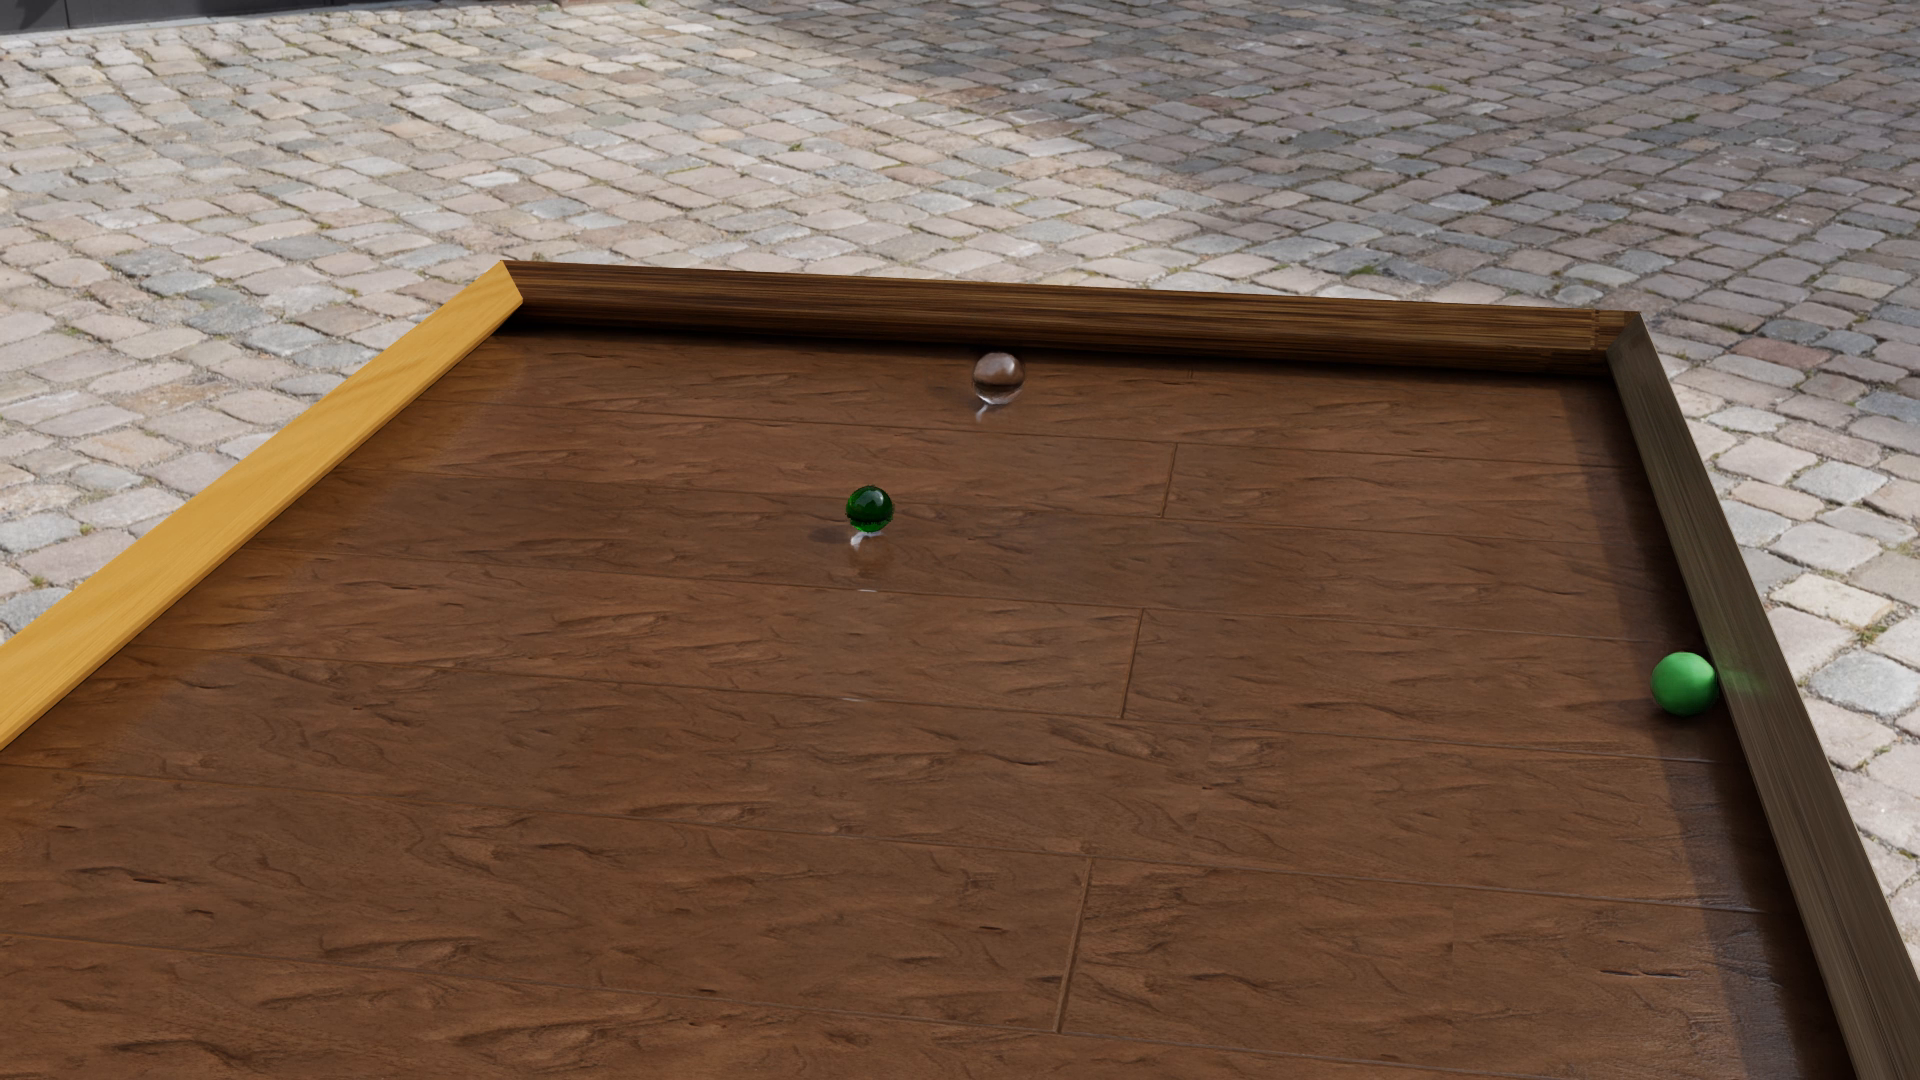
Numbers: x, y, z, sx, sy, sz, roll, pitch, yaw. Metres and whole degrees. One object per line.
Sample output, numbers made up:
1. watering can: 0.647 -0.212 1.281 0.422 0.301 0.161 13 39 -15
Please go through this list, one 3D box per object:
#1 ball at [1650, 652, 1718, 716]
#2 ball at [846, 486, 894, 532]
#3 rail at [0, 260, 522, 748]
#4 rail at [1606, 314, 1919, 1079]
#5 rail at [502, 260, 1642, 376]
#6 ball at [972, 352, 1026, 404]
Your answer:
1. ball: 0.677 0.134 2.055 0.060 0.060 0.060 0 23 0
2. ball: -0.101 -0.035 2.464 0.052 0.052 0.052 0 23 0
3. rail: -0.886 0.236 1.773 0.045 0.091 3.103 4 23 8
4. rail: 0.638 0.332 1.546 0.045 0.091 3.103 4 23 8
5. rail: 0.120 -0.304 3.049 1.591 0.091 0.045 4 23 8
6. ball: 0.050 -0.210 2.857 0.070 0.070 0.070 0 23 0
